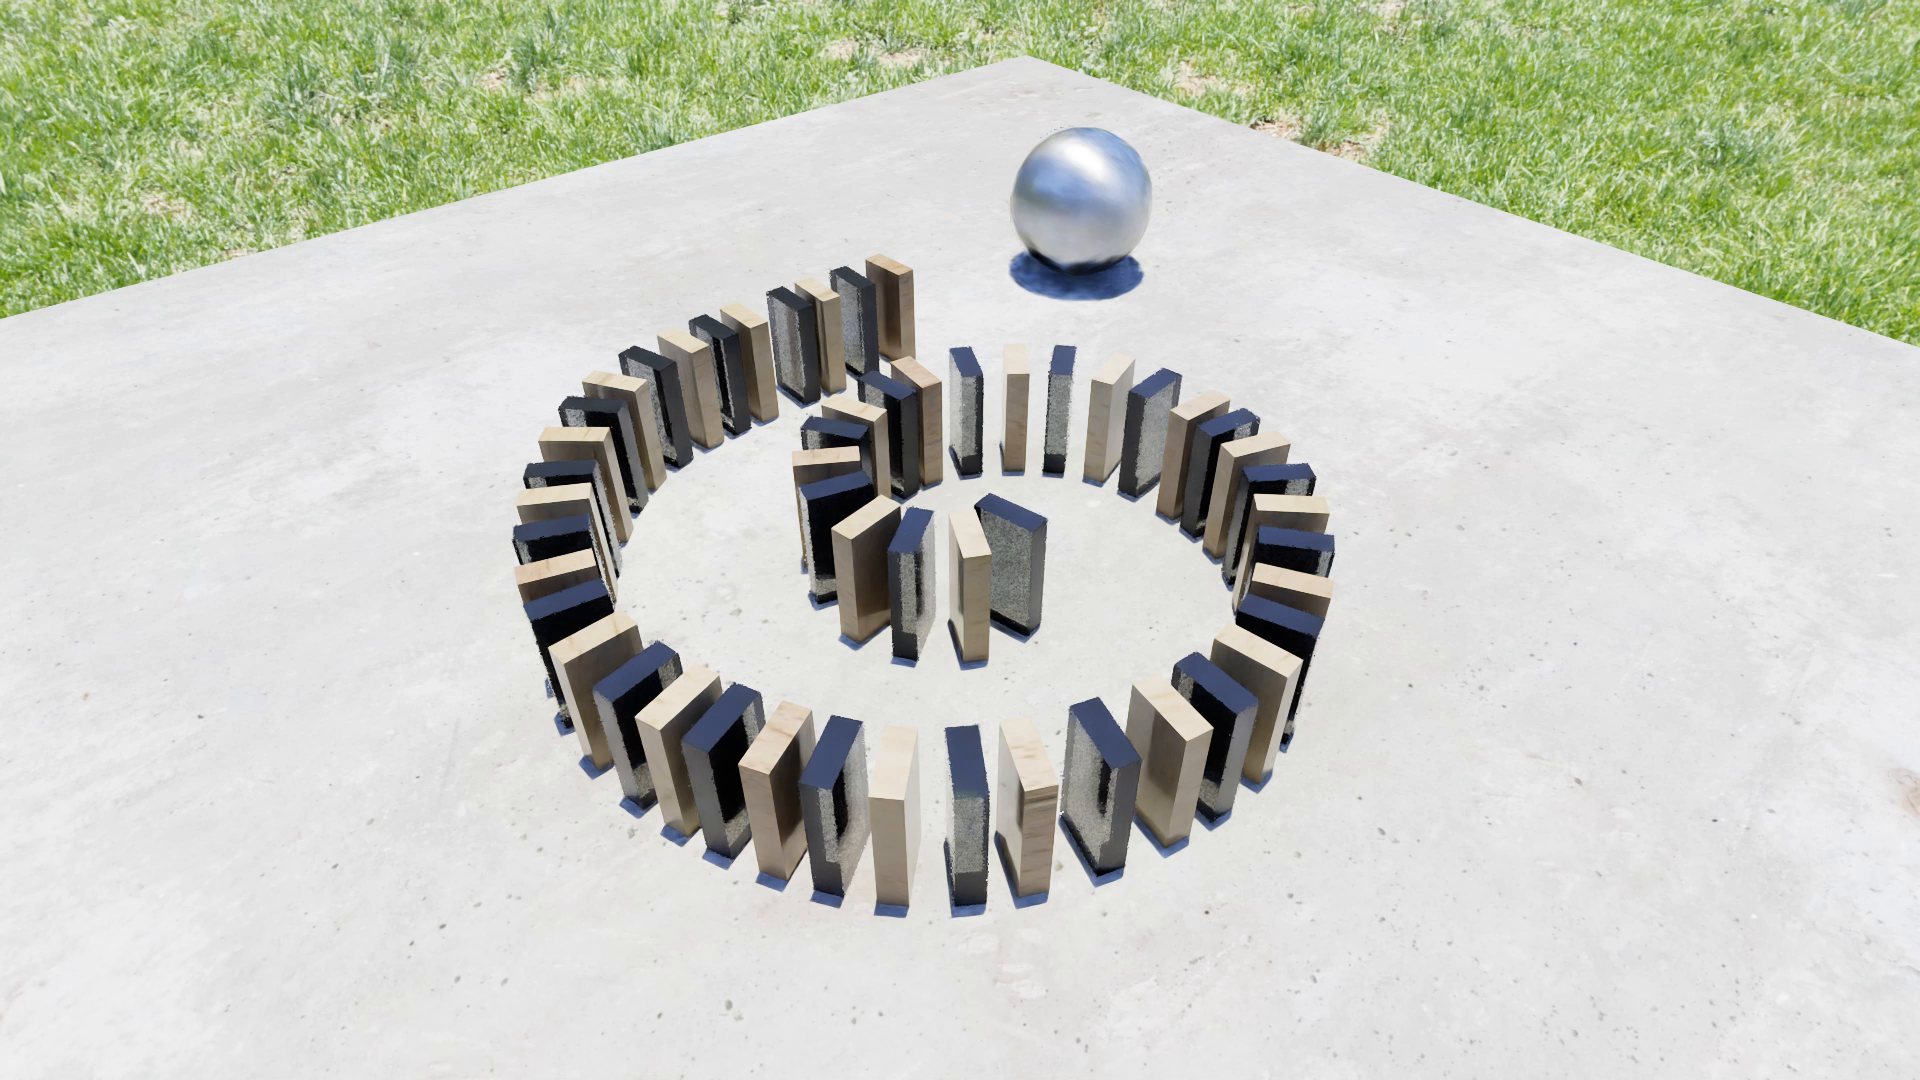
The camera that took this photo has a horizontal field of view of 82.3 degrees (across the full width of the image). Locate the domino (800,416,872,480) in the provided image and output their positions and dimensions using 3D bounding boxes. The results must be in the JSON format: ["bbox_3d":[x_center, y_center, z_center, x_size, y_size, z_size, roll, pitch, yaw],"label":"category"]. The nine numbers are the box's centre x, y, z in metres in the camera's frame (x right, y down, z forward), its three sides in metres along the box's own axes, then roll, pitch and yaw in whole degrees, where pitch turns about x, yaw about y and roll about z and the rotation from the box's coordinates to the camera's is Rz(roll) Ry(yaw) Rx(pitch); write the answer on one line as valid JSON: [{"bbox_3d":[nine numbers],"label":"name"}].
[{"bbox_3d":[-0.048,-0.024,0.441,0.025,0.050,0.010,12,41,14],"label":"domino"}]

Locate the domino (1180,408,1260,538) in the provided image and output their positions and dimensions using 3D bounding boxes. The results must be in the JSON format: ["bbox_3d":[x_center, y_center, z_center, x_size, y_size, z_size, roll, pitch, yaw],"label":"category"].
[{"bbox_3d":[0.105,-0.027,0.444,0.025,0.050,0.009,-21,44,-24],"label":"domino"}]

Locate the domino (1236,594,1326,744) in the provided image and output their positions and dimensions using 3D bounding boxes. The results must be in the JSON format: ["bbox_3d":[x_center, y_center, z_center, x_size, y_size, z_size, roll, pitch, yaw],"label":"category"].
[{"bbox_3d":[0.100,0.043,0.359,0.025,0.050,0.009,19,43,22],"label":"domino"}]

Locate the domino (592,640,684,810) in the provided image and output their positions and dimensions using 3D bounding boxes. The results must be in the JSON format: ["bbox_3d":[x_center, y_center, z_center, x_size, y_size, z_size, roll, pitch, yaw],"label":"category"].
[{"bbox_3d":[-0.096,0.058,0.341,0.010,0.050,0.025,26,46,28],"label":"domino"}]

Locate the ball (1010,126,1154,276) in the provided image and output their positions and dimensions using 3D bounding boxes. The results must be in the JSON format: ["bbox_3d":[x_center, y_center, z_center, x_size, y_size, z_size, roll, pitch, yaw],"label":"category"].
[{"bbox_3d":[0.068,-0.191,0.621,0.080,0.080,0.080,0,39,0],"label":"ball"}]

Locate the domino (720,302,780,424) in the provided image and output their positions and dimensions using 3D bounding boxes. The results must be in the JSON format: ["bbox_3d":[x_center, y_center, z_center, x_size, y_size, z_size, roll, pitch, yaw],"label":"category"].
[{"bbox_3d":[-0.098,-0.082,0.512,0.009,0.050,0.025,-30,48,-31],"label":"domino"}]

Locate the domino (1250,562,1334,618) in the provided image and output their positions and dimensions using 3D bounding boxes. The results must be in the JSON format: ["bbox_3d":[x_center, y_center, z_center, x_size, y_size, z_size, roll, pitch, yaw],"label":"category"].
[{"bbox_3d":[0.108,0.032,0.372,0.025,0.050,0.009,13,41,16],"label":"domino"}]

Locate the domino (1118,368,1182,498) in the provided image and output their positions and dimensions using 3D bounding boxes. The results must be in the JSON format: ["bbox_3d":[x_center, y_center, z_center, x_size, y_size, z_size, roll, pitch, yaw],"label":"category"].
[{"bbox_3d":[0.080,-0.045,0.467,0.009,0.050,0.025,30,48,31],"label":"domino"}]

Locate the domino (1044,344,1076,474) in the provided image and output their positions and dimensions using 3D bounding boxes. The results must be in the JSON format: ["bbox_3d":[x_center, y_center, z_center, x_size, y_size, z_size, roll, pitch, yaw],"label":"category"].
[{"bbox_3d":[0.044,-0.057,0.481,0.009,0.050,0.025,6,40,7],"label":"domino"}]

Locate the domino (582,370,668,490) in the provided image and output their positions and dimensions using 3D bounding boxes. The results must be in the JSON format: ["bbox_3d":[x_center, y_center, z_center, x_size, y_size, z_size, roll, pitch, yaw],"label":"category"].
[{"bbox_3d":[-0.142,-0.046,0.468,0.025,0.050,0.009,12,41,14],"label":"domino"}]

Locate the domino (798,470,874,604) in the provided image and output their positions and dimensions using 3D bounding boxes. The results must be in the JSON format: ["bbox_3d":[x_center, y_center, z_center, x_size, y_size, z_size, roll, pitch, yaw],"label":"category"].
[{"bbox_3d":[-0.045,0.000,0.412,0.025,0.050,0.009,-16,42,-18],"label":"domino"}]

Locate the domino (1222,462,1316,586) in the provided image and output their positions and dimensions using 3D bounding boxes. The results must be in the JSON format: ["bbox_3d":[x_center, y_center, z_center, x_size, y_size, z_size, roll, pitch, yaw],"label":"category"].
[{"bbox_3d":[0.117,-0.005,0.418,0.025,0.050,0.009,-4,39,-4],"label":"domino"}]

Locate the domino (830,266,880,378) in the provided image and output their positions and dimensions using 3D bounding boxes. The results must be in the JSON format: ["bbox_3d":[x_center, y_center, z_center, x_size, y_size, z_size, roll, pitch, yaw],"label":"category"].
[{"bbox_3d":[-0.052,-0.106,0.541,0.010,0.050,0.025,-27,46,-29],"label":"domino"}]

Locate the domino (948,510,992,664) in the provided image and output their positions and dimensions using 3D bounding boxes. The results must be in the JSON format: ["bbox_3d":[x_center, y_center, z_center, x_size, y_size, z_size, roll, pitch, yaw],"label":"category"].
[{"bbox_3d":[0.003,0.017,0.391,0.009,0.050,0.025,-8,40,-9],"label":"domino"}]

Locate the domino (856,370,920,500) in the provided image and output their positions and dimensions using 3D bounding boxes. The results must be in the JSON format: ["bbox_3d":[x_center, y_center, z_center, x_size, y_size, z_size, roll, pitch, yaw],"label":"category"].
[{"bbox_3d":[-0.030,-0.044,0.465,0.025,0.050,0.009,30,48,31],"label":"domino"}]

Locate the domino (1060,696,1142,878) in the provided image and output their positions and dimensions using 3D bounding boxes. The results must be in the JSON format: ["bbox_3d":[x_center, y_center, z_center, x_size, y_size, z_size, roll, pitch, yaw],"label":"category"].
[{"bbox_3d":[0.040,0.073,0.323,0.009,0.050,0.025,-15,42,-17],"label":"domino"}]

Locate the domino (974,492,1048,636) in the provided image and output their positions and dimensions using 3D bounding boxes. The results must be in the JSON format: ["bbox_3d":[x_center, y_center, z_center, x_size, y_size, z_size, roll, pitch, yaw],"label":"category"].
[{"bbox_3d":[0.018,0.009,0.400,0.025,0.050,0.009,26,46,28],"label":"domino"}]

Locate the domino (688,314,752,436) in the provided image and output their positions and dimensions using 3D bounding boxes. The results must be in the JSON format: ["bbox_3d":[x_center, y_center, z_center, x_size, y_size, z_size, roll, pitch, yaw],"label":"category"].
[{"bbox_3d":[-0.110,-0.075,0.503,0.009,0.050,0.025,-32,49,-33],"label":"domino"}]

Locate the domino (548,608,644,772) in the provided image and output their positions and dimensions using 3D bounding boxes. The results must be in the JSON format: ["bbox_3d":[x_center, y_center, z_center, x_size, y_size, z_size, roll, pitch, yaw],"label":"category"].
[{"bbox_3d":[-0.112,0.049,0.352,0.025,0.050,0.009,-31,49,-32],"label":"domino"}]

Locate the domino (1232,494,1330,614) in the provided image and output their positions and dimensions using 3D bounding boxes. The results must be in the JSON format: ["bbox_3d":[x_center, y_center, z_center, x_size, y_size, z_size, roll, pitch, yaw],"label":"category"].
[{"bbox_3d":[0.117,0.006,0.404,0.025,0.050,0.009,3,39,3],"label":"domino"}]

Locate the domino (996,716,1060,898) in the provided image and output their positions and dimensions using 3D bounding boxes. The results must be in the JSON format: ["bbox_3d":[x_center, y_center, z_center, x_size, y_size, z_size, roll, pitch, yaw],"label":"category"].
[{"bbox_3d":[0.019,0.077,0.317,0.009,0.050,0.025,-9,40,-11],"label":"domino"}]

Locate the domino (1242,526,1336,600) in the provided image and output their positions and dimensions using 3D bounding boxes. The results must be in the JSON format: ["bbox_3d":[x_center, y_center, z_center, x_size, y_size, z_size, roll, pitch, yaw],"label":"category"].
[{"bbox_3d":[0.114,0.019,0.388,0.025,0.050,0.010,8,40,9],"label":"domino"}]

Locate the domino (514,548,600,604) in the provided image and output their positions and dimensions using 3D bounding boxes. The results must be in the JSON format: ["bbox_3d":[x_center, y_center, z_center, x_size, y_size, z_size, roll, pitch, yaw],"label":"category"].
[{"bbox_3d":[-0.133,0.028,0.377,0.025,0.050,0.010,-15,42,-18],"label":"domino"}]

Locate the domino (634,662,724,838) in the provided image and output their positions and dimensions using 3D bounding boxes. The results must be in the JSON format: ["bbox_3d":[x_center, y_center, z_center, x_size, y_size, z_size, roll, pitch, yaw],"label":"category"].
[{"bbox_3d":[-0.081,0.064,0.333,0.009,0.050,0.025,21,44,24],"label":"domino"}]

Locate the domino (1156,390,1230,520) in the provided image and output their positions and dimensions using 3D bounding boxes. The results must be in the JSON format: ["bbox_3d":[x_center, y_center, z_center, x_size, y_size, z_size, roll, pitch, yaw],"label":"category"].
[{"bbox_3d":[0.096,-0.035,0.454,0.025,0.050,0.009,-26,46,-29],"label":"domino"}]

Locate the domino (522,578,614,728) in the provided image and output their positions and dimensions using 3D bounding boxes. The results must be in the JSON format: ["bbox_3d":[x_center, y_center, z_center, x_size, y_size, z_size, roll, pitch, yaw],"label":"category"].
[{"bbox_3d":[-0.125,0.038,0.365,0.025,0.050,0.009,-21,44,-24],"label":"domino"}]

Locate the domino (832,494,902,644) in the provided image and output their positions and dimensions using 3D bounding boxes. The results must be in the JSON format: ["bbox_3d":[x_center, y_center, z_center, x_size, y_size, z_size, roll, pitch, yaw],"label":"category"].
[{"bbox_3d":[-0.032,0.011,0.398,0.009,0.050,0.025,28,47,30],"label":"domino"}]

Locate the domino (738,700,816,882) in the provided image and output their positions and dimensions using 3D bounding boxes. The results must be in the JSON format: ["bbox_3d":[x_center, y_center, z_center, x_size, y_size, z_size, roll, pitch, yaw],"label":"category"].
[{"bbox_3d":[-0.051,0.074,0.321,0.010,0.050,0.025,14,41,16],"label":"domino"}]

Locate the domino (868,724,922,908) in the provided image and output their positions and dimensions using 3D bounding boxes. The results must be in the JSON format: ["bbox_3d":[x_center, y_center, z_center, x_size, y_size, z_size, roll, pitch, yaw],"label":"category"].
[{"bbox_3d":[-0.018,0.079,0.315,0.009,0.050,0.025,4,40,5],"label":"domino"}]

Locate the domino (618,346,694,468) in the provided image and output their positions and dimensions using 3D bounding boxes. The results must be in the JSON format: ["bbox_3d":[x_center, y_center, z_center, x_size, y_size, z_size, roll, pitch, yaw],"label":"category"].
[{"bbox_3d":[-0.133,-0.058,0.482,0.025,0.050,0.009,23,45,25],"label":"domino"}]

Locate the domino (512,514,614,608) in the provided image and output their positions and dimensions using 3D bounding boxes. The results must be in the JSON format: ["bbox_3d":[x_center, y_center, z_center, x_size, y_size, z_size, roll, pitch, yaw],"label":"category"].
[{"bbox_3d":[-0.140,0.015,0.393,0.025,0.050,0.010,-10,40,-12],"label":"domino"}]

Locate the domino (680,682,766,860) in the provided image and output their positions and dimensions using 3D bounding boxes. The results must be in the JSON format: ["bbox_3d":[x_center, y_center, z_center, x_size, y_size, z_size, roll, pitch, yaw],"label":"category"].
[{"bbox_3d":[-0.068,0.069,0.327,0.010,0.050,0.025,18,43,21],"label":"domino"}]

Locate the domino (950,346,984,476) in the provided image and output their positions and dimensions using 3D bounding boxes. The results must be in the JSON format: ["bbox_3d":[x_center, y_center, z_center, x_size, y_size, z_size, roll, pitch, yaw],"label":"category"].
[{"bbox_3d":[0.003,-0.056,0.480,0.010,0.050,0.025,-8,40,-10],"label":"domino"}]

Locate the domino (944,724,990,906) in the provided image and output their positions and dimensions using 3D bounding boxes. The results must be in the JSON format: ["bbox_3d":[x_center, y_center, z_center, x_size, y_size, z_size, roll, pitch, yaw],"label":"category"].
[{"bbox_3d":[0.002,0.079,0.315,0.009,0.050,0.025,-4,39,-5],"label":"domino"}]

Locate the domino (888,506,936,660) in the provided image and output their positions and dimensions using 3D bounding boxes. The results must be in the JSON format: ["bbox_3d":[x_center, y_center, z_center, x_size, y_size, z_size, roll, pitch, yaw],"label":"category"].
[{"bbox_3d":[-0.017,0.016,0.392,0.010,0.050,0.025,9,40,11],"label":"domino"}]

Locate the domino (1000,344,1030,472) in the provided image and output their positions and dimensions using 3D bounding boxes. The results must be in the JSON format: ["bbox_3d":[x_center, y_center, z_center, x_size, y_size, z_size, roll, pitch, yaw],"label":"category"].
[{"bbox_3d":[0.024,-0.058,0.482,0.010,0.050,0.025,-1,39,-1],"label":"domino"}]

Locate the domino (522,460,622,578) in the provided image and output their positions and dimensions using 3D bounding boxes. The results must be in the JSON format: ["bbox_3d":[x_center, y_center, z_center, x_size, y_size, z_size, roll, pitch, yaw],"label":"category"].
[{"bbox_3d":[-0.147,-0.007,0.420,0.025,0.050,0.009,-4,39,-5],"label":"domino"}]

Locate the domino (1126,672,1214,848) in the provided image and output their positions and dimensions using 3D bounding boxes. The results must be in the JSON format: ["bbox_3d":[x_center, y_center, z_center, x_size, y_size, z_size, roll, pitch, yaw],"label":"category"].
[{"bbox_3d":[0.061,0.067,0.330,0.010,0.050,0.025,-20,43,-23],"label":"domino"}]

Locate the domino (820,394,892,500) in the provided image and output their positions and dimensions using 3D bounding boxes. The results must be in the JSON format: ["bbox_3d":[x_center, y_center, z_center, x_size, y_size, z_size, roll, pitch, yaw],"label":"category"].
[{"bbox_3d":[-0.042,-0.033,0.452,0.025,0.050,0.009,19,43,22],"label":"domino"}]

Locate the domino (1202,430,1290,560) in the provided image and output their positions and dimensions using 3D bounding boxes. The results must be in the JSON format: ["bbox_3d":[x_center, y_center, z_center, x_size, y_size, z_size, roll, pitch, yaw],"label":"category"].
[{"bbox_3d":[0.112,-0.017,0.432,0.025,0.050,0.010,-14,41,-17],"label":"domino"}]

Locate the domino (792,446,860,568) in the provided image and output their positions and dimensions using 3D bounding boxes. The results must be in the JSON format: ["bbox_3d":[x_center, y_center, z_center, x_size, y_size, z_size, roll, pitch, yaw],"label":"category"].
[{"bbox_3d":[-0.050,-0.012,0.426,0.025,0.050,0.009,-5,40,-6],"label":"domino"}]

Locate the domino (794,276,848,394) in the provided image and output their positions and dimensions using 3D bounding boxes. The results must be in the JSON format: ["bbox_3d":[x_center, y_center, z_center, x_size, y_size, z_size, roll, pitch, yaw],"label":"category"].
[{"bbox_3d":[-0.067,-0.098,0.532,0.009,0.050,0.025,-27,46,-29],"label":"domino"}]

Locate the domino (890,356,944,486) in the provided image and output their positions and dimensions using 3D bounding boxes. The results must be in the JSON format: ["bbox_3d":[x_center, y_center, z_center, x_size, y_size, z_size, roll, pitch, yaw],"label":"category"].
[{"bbox_3d":[-0.018,-0.051,0.473,0.009,0.050,0.025,-23,45,-26],"label":"domino"}]

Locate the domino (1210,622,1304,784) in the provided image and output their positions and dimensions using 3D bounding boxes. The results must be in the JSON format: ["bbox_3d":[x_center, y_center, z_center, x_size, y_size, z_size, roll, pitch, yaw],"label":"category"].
[{"bbox_3d":[0.090,0.052,0.348,0.025,0.050,0.009,29,47,31],"label":"domino"}]

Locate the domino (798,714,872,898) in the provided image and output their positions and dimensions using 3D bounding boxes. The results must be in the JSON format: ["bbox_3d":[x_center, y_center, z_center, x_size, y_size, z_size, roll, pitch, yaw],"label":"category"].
[{"bbox_3d":[-0.035,0.077,0.317,0.009,0.050,0.025,10,40,12],"label":"domino"}]

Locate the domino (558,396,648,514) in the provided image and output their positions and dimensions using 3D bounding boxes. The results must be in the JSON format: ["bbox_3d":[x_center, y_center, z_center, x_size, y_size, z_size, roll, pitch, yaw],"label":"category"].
[{"bbox_3d":[-0.146,-0.035,0.454,0.025,0.050,0.010,5,40,7],"label":"domino"}]

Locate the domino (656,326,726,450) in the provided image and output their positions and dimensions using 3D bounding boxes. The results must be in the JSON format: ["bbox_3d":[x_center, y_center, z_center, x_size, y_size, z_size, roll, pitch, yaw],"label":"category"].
[{"bbox_3d":[-0.121,-0.068,0.494,0.025,0.050,0.009,29,48,31],"label":"domino"}]

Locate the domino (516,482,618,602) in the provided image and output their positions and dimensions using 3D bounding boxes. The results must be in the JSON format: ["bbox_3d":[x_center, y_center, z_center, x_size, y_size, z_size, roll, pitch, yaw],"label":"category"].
[{"bbox_3d":[-0.145,0.003,0.408,0.025,0.050,0.009,-7,40,-8],"label":"domino"}]

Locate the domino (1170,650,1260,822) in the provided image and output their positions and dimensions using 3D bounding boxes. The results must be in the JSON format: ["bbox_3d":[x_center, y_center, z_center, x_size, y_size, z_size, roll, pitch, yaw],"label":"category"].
[{"bbox_3d":[0.075,0.061,0.337,0.010,0.050,0.025,-25,45,-27],"label":"domino"}]

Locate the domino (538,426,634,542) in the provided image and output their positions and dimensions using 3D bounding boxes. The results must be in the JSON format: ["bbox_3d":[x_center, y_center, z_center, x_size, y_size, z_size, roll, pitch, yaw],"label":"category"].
[{"bbox_3d":[-0.148,-0.021,0.438,0.025,0.050,0.009,0,39,1],"label":"domino"}]

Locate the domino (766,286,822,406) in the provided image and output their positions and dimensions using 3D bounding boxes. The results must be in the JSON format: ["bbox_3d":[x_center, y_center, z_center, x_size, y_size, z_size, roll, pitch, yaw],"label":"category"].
[{"bbox_3d":[-0.079,-0.092,0.524,0.009,0.050,0.025,-27,47,-29],"label":"domino"}]

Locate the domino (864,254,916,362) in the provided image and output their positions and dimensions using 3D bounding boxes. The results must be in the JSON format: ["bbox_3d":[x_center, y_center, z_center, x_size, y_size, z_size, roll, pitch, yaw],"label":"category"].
[{"bbox_3d":[-0.035,-0.115,0.552,0.010,0.050,0.025,-32,49,-33],"label":"domino"}]

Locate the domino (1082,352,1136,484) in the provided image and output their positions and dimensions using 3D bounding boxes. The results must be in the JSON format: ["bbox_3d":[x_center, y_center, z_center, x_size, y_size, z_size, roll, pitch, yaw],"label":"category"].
[{"bbox_3d":[0.064,-0.053,0.476,0.009,0.050,0.025,19,43,22],"label":"domino"}]
